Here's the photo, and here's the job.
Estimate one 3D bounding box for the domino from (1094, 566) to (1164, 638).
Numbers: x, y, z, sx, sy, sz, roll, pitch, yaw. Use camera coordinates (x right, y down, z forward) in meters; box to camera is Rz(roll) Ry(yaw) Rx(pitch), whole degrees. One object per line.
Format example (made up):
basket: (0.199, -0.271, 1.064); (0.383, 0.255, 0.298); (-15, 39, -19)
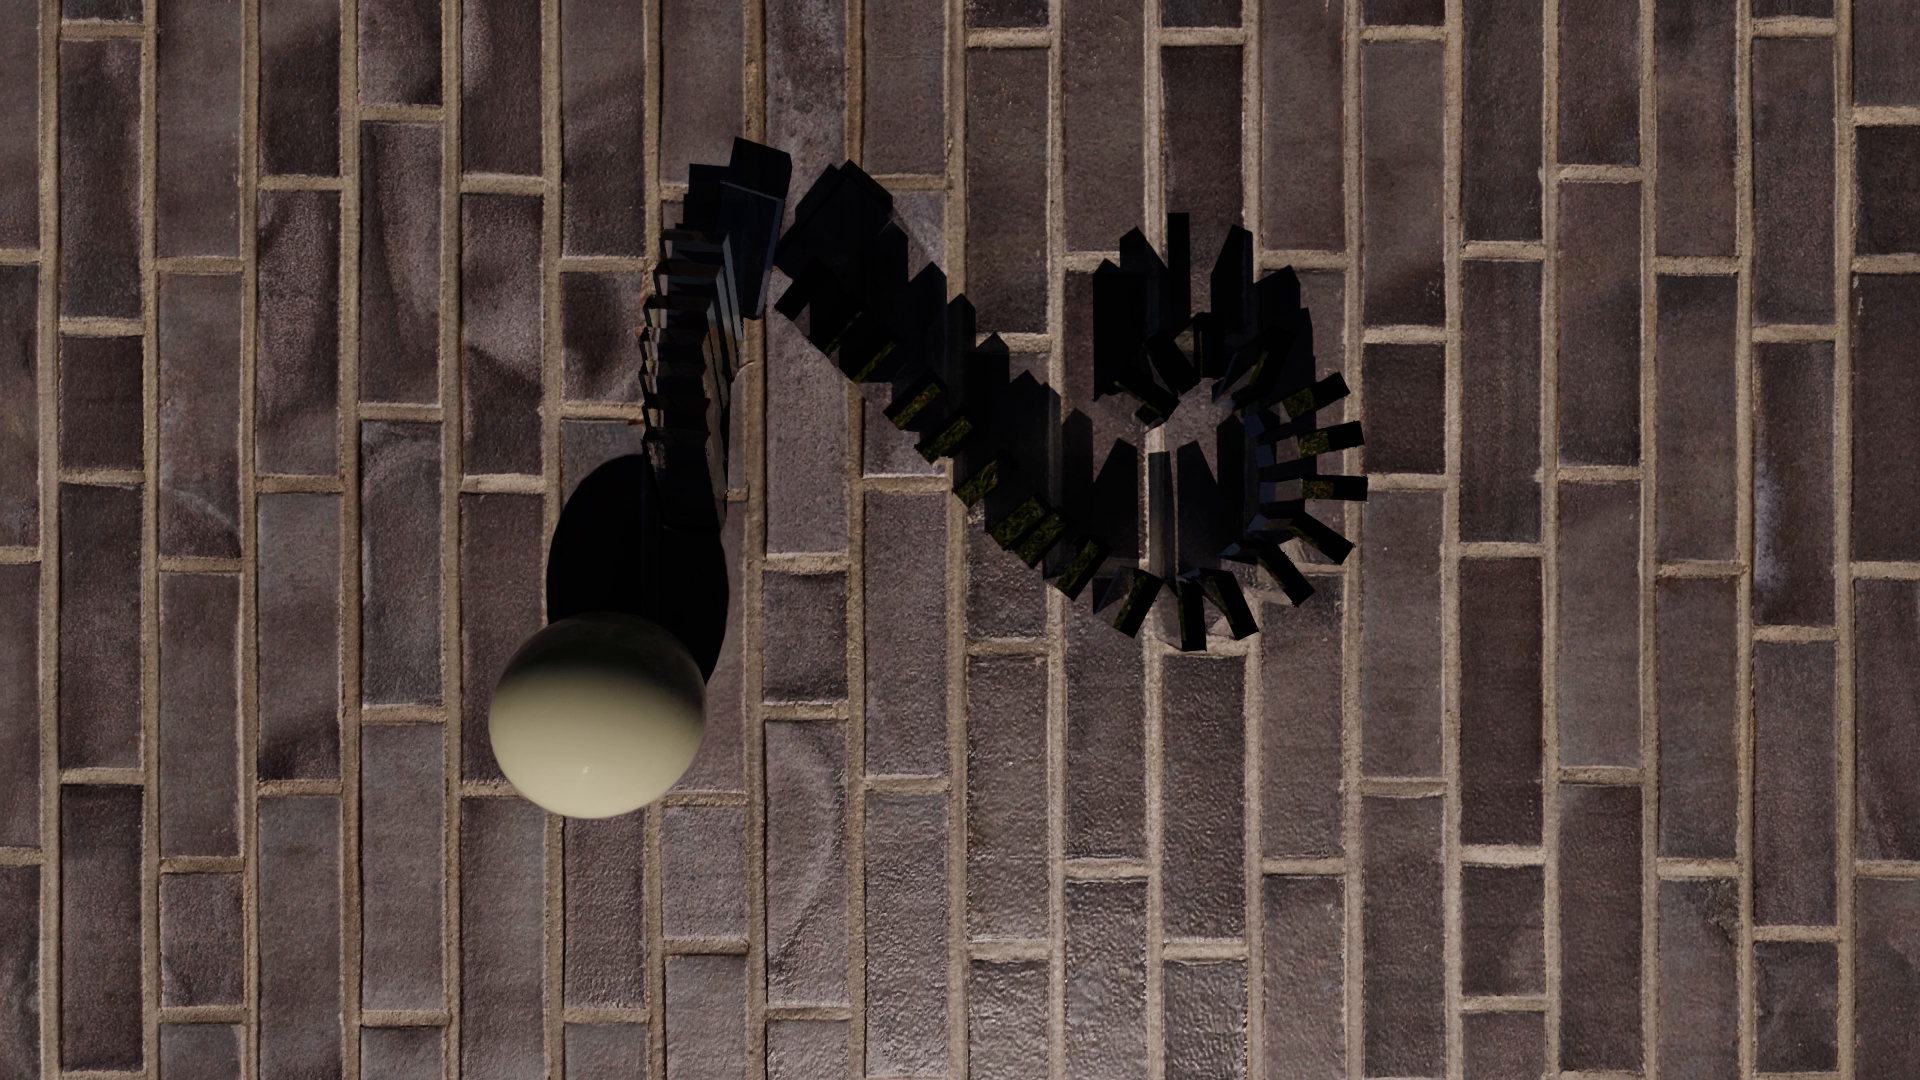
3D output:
domino: (0.068, 0.024, 0.375); (0.010, 0.050, 0.025); (28, 90, 0)

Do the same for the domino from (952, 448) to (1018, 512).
domino: (0.010, -0.023, 0.375); (0.025, 0.050, 0.010); (-41, 90, 0)

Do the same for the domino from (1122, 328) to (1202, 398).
domino: (0.081, -0.068, 0.375); (0.009, 0.050, 0.025); (-35, 90, 0)

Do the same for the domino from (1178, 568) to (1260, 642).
domino: (0.105, 0.025, 0.375); (0.010, 0.050, 0.025); (-24, 90, 0)

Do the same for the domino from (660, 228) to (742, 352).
domino: (-0.106, -0.102, 0.379); (0.025, 0.050, 0.009); (4, 46, 0)

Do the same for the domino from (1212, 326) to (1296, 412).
domino: (0.119, -0.069, 0.375); (0.009, 0.050, 0.025); (23, 90, 0)

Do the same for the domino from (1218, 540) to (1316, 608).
domino: (0.124, 0.013, 0.375); (0.009, 0.050, 0.025); (-40, 90, 0)

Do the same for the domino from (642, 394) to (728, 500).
domino: (-0.113, -0.037, 0.379); (0.025, 0.050, 0.009); (5, 47, 0)

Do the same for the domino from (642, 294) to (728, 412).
domino: (-0.112, -0.076, 0.379); (0.025, 0.050, 0.010); (4, 47, 0)

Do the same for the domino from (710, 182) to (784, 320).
domino: (-0.092, -0.121, 0.386); (0.025, 0.009, 0.050); (17, 113, 0)

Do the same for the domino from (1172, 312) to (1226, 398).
domino: (0.096, -0.075, 0.375); (0.009, 0.050, 0.025); (-1, 90, 0)

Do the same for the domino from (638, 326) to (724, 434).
domino: (-0.114, -0.063, 0.379); (0.025, 0.050, 0.010); (4, 47, 0)

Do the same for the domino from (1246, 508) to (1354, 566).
domino: (0.138, -0.001, 0.375); (0.025, 0.050, 0.009); (34, 90, 0)

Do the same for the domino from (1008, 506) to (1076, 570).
domino: (0.033, -0.001, 0.375); (0.010, 0.050, 0.025); (43, 90, 0)

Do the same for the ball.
ball: (-0.140, 0.068, 0.360); (0.080, 0.080, 0.080); (0, 90, 0)

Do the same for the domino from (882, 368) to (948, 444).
domino: (-0.017, -0.054, 0.375); (0.025, 0.050, 0.010); (-43, 90, 0)

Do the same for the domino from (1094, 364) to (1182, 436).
domino: (0.072, -0.056, 0.375); (0.025, 0.050, 0.010); (35, 90, 0)

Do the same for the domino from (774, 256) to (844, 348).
domino: (-0.060, -0.096, 0.375); (0.009, 0.050, 0.025); (38, 90, 0)

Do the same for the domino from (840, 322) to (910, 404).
domino: (-0.034, -0.071, 0.375); (0.009, 0.050, 0.025); (45, 90, 0)

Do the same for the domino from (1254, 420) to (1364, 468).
domino: (0.142, -0.039, 0.375); (0.025, 0.050, 0.009); (-12, 90, 0)

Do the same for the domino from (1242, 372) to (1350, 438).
domino: (0.136, -0.055, 0.375); (0.025, 0.050, 0.010); (-27, 90, 0)

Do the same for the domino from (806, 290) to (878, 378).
domino: (-0.047, -0.083, 0.375); (0.009, 0.050, 0.025); (42, 90, 0)

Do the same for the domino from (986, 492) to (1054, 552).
domino: (0.023, -0.007, 0.375); (0.025, 0.050, 0.009); (-39, 90, 0)

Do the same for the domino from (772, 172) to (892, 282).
domino: (-0.055, -0.130, 0.395); (0.025, 0.009, 0.050); (40, 90, 0)

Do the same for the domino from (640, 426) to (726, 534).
domino: (-0.113, -0.024, 0.379); (0.025, 0.050, 0.010); (5, 47, 0)

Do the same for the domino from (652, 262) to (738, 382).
domino: (-0.108, -0.089, 0.379); (0.025, 0.050, 0.009); (4, 46, 0)

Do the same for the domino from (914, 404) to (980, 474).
domino: (-0.005, -0.040, 0.375); (0.025, 0.050, 0.010); (-41, 90, 0)

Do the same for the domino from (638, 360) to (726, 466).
domino: (-0.114, -0.050, 0.379); (0.025, 0.050, 0.009); (4, 47, 0)

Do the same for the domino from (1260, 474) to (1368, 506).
domino: (0.143, -0.020, 0.375); (0.025, 0.050, 0.009); (2, 90, 0)

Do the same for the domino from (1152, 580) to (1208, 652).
domino: (0.089, 0.030, 0.375); (0.010, 0.050, 0.025); (-5, 90, 0)

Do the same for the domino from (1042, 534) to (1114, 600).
domino: (0.047, 0.011, 0.375); (0.009, 0.050, 0.025); (37, 90, 0)
